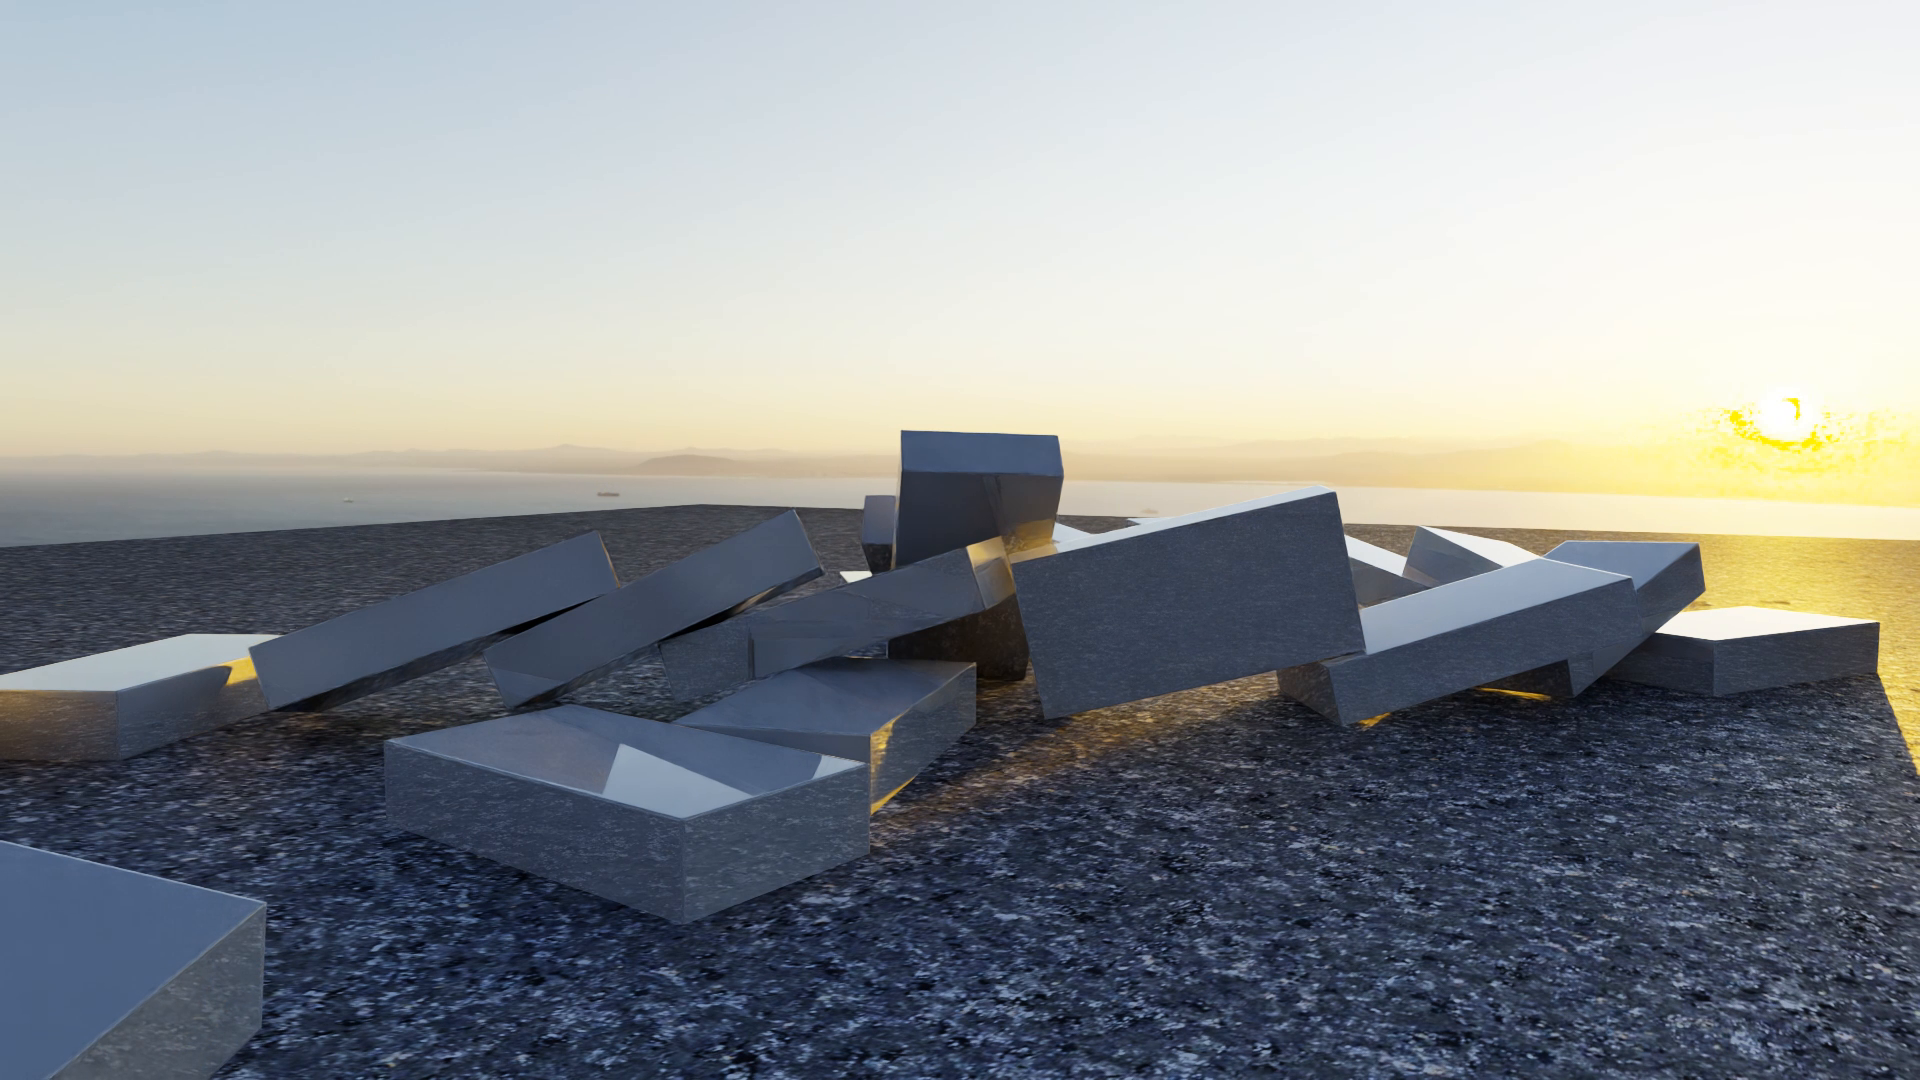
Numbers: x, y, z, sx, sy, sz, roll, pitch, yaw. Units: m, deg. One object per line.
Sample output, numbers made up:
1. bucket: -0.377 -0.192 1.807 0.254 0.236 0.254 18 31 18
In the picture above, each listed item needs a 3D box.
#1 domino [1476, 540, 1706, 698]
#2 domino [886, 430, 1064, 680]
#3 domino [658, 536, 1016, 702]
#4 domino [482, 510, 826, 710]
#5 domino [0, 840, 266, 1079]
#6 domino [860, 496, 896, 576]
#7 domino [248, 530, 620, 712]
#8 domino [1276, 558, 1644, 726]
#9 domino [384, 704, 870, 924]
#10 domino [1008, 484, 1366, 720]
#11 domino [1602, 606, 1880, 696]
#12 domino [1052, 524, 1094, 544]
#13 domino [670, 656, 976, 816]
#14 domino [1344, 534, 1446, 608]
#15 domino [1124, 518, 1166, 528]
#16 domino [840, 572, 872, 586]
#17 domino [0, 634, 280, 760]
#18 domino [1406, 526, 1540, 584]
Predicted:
1. domino: 0.110 0.013 0.232 0.050 0.009 0.025 -23 14 -34
2. domino: 0.001 0.004 0.217 0.025 0.050 0.009 1 45 -5
3. domino: -0.018 0.012 0.199 0.050 0.009 0.025 -17 0 13
4. domino: -0.046 0.011 0.202 0.050 0.009 0.025 -25 -2 -5
5. domino: -0.071 0.026 0.072 0.050 0.009 0.025 12 15 4
6. domino: -0.003 0.007 0.246 0.025 0.009 0.050 0 -26 5
7. domino: -0.078 0.013 0.197 0.050 0.010 0.025 -20 -3 -14
8. domino: 0.079 0.016 0.207 0.050 0.009 0.025 -16 8 -5
9. domino: -0.037 0.027 0.138 0.050 0.009 0.025 3 5 37
10. domino: 0.035 0.010 0.199 0.050 0.025 0.009 -13 8 3
11. domino: 0.144 0.020 0.239 0.050 0.010 0.025 -2 5 -28
12. domino: 0.036 0.006 0.342 0.050 0.009 0.025 19 12 26
13. domino: -0.016 0.025 0.174 0.025 0.010 0.050 1 4 15
14. domino: 0.096 0.008 0.307 0.025 0.009 0.050 2 17 -40
15. domino: 0.069 0.006 0.328 0.050 0.010 0.025 23 16 36
16. domino: -0.004 0.014 0.324 0.050 0.010 0.025 -1 4 -10
17. domino: -0.124 0.023 0.198 0.025 0.009 0.050 0 4 4
18. domino: 0.123 0.010 0.283 0.025 0.010 0.050 10 13 -14
